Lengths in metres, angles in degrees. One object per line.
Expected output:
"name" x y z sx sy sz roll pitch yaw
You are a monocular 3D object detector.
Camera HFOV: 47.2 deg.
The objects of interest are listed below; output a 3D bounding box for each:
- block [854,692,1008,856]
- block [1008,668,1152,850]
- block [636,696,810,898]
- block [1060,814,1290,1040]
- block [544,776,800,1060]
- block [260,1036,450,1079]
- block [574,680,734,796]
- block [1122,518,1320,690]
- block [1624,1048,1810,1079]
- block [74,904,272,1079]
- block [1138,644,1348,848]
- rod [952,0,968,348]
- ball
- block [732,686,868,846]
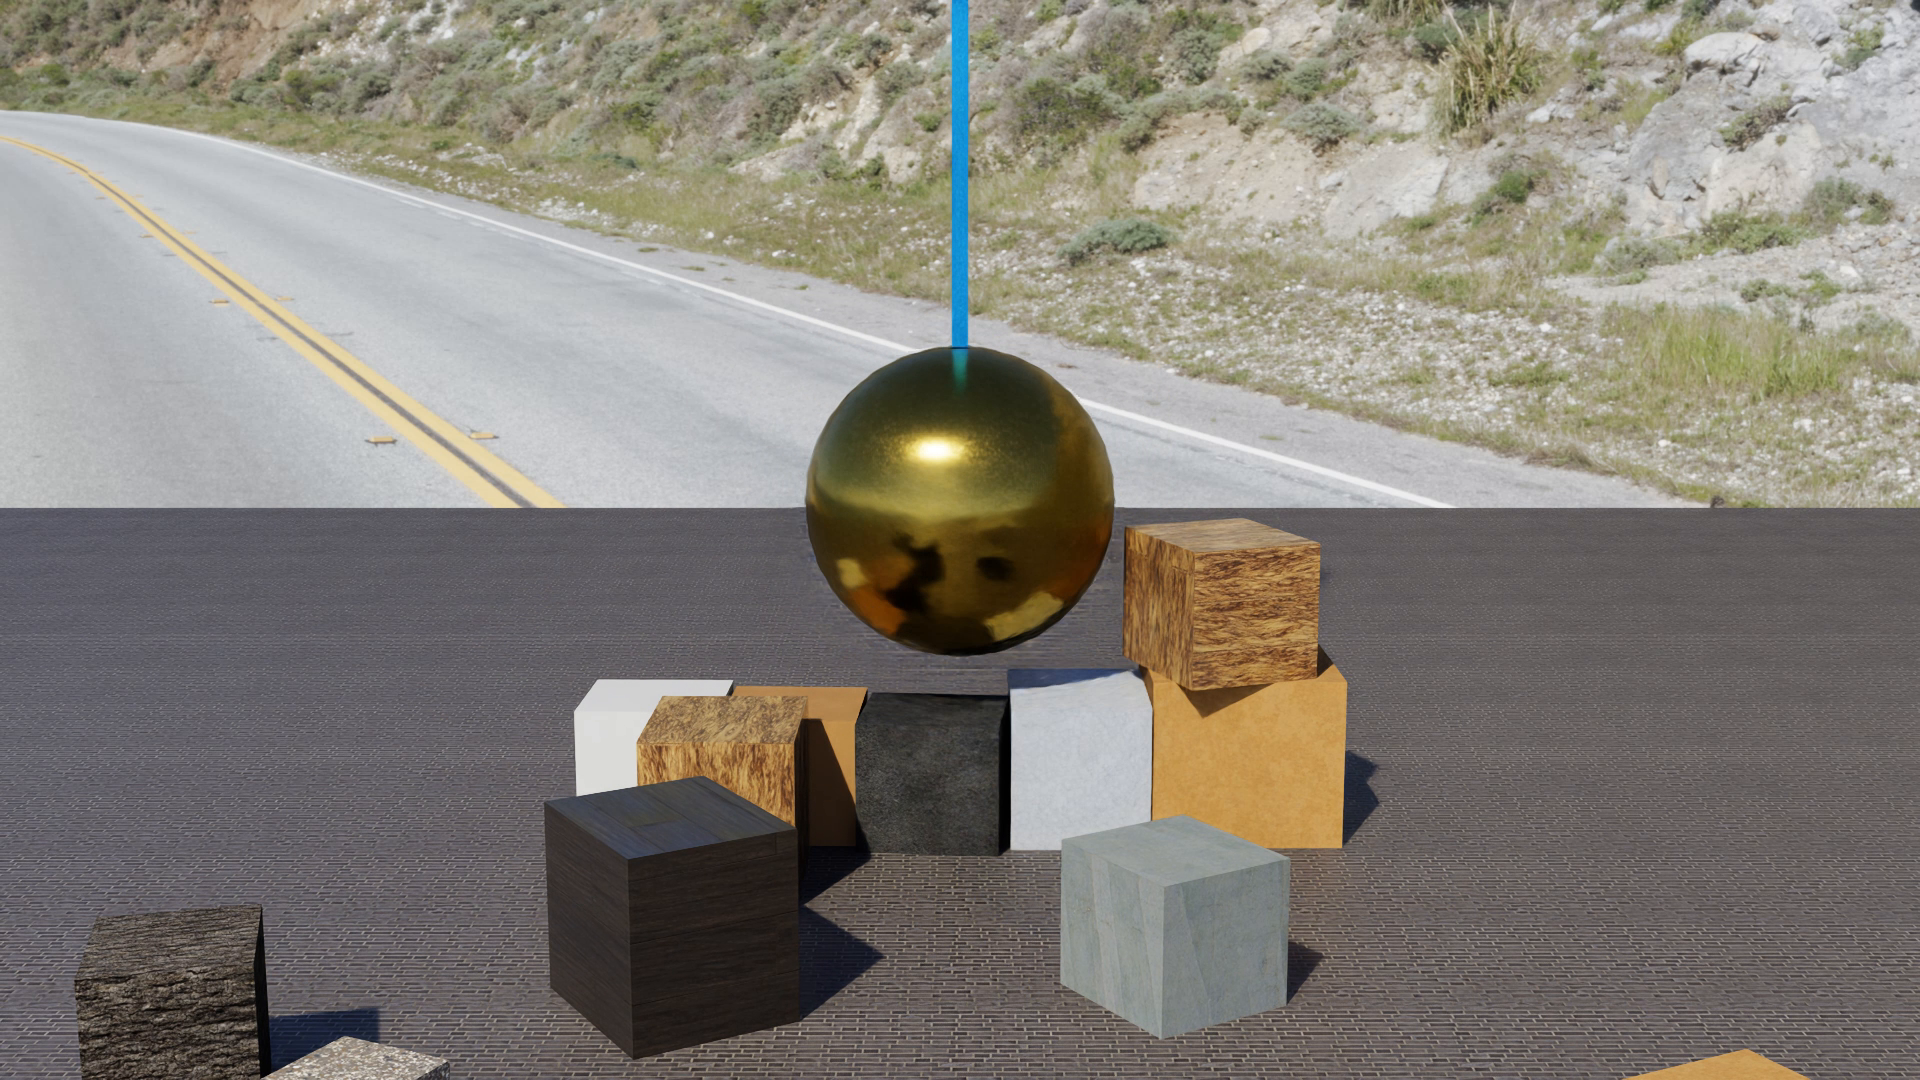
"block" -0.133 1.185 11.212 0.714 0.658 0.656 1 10 6
"block" 0.604 1.119 11.365 0.699 0.732 0.834 0 10 0
"block" -1.113 1.239 10.513 0.720 0.800 0.850 0 10 0
"block" 0.882 1.581 9.102 0.644 0.632 0.700 -6 12 -32
"block" -1.183 1.512 8.983 0.725 0.811 0.872 -6 12 -31
"block" -2.070 1.998 7.488 0.468 0.389 0.473 5 12 26
"block" -1.565 1.139 11.381 0.719 0.688 0.664 0 10 1
"block" 1.314 0.310 11.156 0.693 0.686 0.793 -4 11 -21
"block" 2.314 2.019 6.457 0.654 0.717 0.703 -5 11 -26
"block" -2.845 1.769 8.004 0.589 0.655 0.645 -3 11 -15
"block" 1.437 1.052 11.388 0.961 0.856 0.844 0 10 0
"rod" 0.000 -3.525 10.616 0.080 5.200 0.080 0 12 0
"ball" 0.000 -0.199 11.322 1.600 1.600 1.600 0 10 0
"block" -0.850 1.159 11.375 0.695 0.650 0.692 0 10 2
